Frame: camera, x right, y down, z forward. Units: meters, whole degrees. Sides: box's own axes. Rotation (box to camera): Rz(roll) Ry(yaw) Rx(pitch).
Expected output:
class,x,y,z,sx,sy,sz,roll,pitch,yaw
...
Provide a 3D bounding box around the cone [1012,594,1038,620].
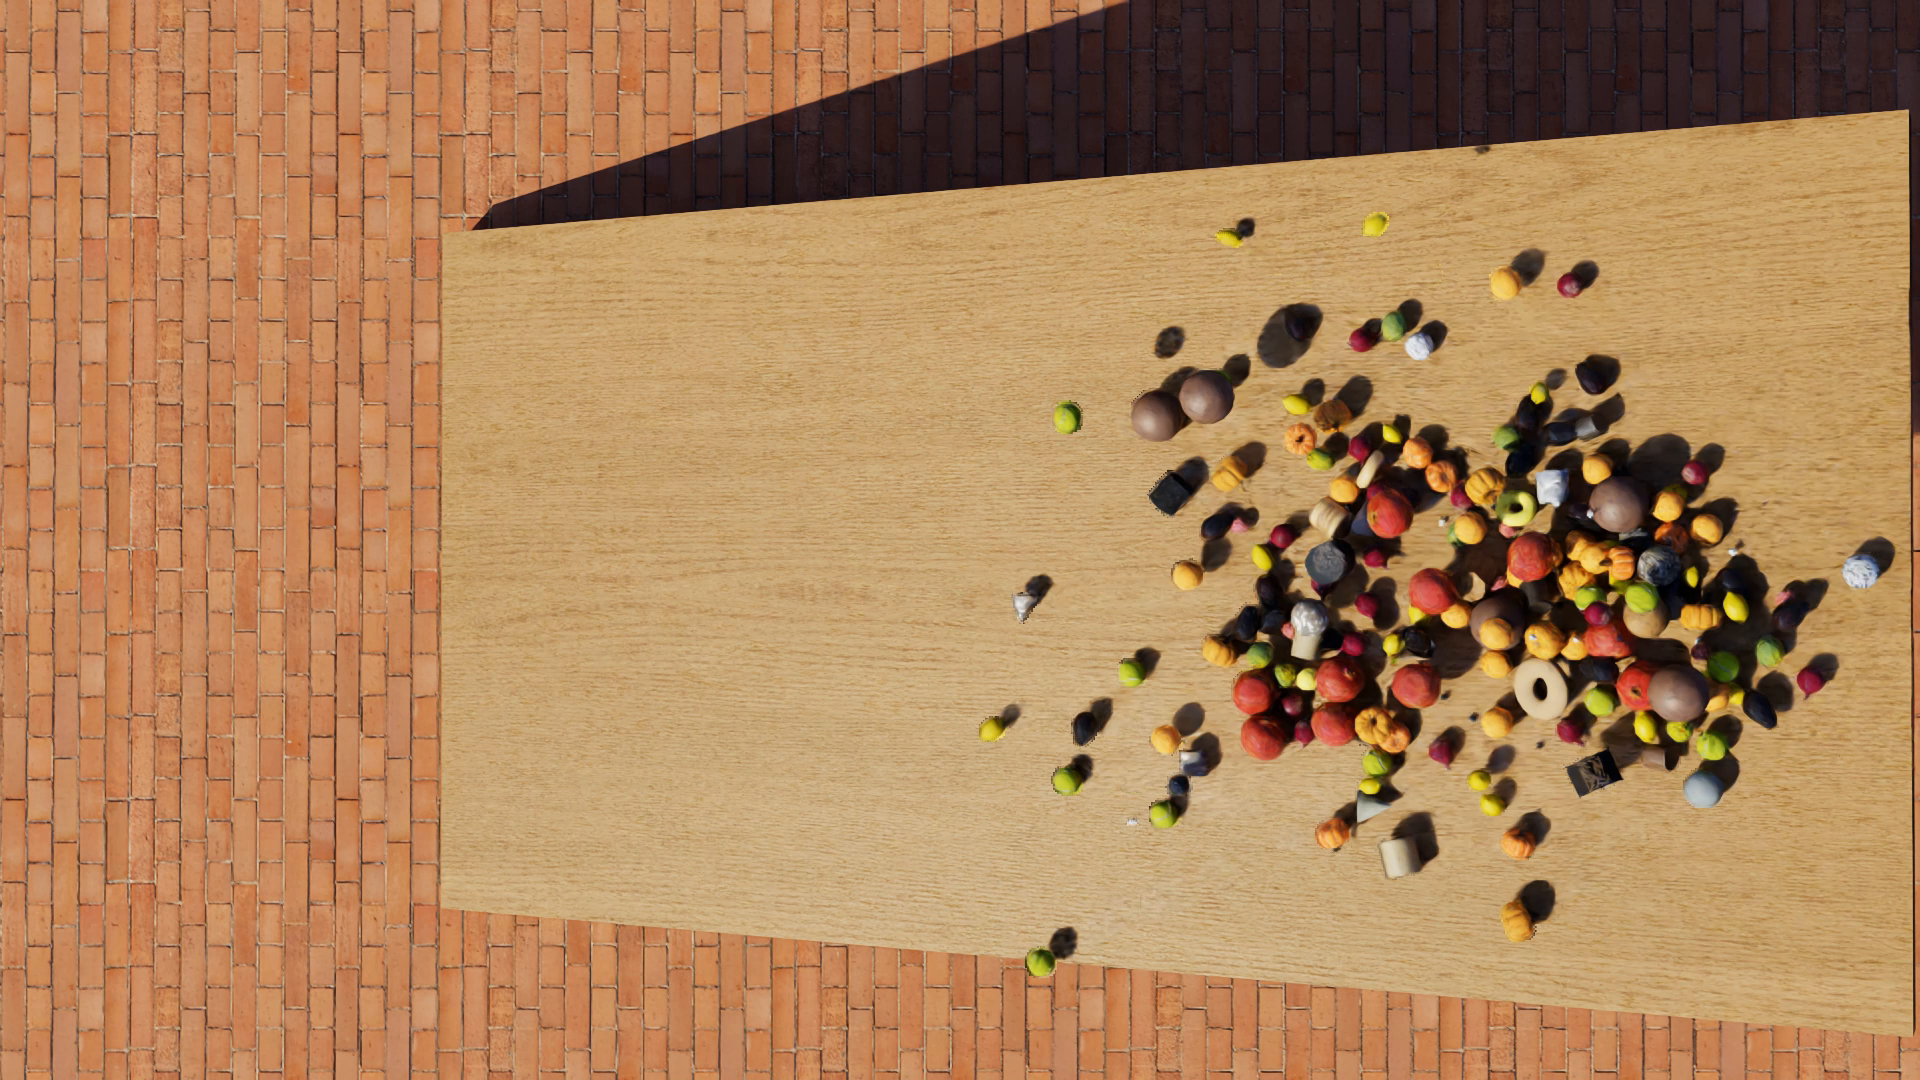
class,x,y,z,sx,sy,sz,roll,pitch,yaw
cone,0.162,0.177,5.631,0.069,0.069,0.069,8,93,0

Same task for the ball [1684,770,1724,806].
class,x,y,z,sx,sy,sz,roll,pitch,yaw
ball,1.654,0.552,4.886,0.082,0.082,0.082,0,89,0

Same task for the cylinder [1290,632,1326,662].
class,x,y,z,sx,sy,sz,roll,pitch,yaw
cylinder,0.839,0.248,5.298,0.072,0.072,0.072,17,105,0

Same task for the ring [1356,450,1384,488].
class,x,y,z,sx,sy,sz,roll,pitch,yaw
ring,0.974,-0.167,5.218,0.034,0.101,0.101,30,89,9

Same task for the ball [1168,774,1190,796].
class,x,y,z,sx,sy,sz,roll,pitch,yaw
ball,0.536,0.601,5.383,0.054,0.054,0.054,0,89,0

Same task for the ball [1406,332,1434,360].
class,x,y,z,sx,sy,sz,roll,pitch,yaw
ball,1.085,-0.457,5.188,0.066,0.066,0.066,0,89,0

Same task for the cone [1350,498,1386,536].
class,x,y,z,sx,sy,sz,roll,pitch,yaw
cone,0.975,-0.068,5.253,0.084,0.084,0.084,6,61,0

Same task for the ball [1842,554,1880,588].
class,x,y,z,sx,sy,sz,roll,pitch,yaw
ball,1.946,0.067,4.750,0.076,0.076,0.076,0,89,0

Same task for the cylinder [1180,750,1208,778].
class,x,y,z,sx,sy,sz,roll,pitch,yaw
cylinder,0.578,0.552,5.428,0.062,0.062,0.062,-4,87,0

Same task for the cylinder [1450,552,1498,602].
class,x,y,z,sx,sy,sz,roll,pitch,yaw
cylinder,1.191,0.084,5.098,0.084,0.084,0.084,43,45,0

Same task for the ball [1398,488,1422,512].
class,x,y,z,sx,sy,sz,roll,pitch,yaw
ball,1.062,-0.094,5.200,0.056,0.056,0.056,0,89,0

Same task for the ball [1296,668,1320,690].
class,x,y,z,sx,sy,sz,roll,pitch,yaw
ball,0.840,0.337,5.306,0.055,0.055,0.055,0,89,0

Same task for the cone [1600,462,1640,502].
class,x,y,z,sx,sy,sz,roll,pitch,yaw
cone,1.506,-0.116,4.968,0.084,0.084,0.084,-42,76,0

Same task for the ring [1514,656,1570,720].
class,x,y,z,sx,sy,sz,roll,pitch,yaw
ring,1.333,0.339,5.041,0.050,0.149,0.149,-10,89,-34

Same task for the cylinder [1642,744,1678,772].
class,x,y,z,sx,sy,sz,roll,pitch,yaw
cylinder,1.568,0.487,4.927,0.057,0.057,0.057,-2,93,-40

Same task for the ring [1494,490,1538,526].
class,x,y,z,sx,sy,sz,roll,pitch,yaw
ring,1.285,-0.074,5.083,0.098,0.033,0.098,-11,52,14

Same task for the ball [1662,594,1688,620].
class,x,y,z,sx,sy,sz,roll,pitch,yaw
ball,1.599,0.151,4.930,0.060,0.060,0.060,0,89,0

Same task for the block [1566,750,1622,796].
class,x,y,z,sx,sy,sz,roll,pitch,yaw
block,1.425,0.524,4.943,0.073,0.073,0.073,-16,75,-26

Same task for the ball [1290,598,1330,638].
class,x,y,z,sx,sy,sz,roll,pitch,yaw
ball,0.832,0.185,5.225,0.092,0.092,0.092,0,89,0

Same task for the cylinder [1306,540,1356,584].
class,x,y,z,sx,sy,sz,roll,pitch,yaw
cylinder,0.875,0.050,5.190,0.094,0.094,0.094,5,100,27

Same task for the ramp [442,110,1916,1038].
class,x,y,z,sx,sy,sz,roll,pitch,yaw
ramp,0.280,0.080,5.673,4.000,0.100,2.000,0,89,26

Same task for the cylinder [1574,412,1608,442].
class,x,y,z,sx,sy,sz,roll,pitch,yaw
cylinder,1.433,-0.256,4.992,0.052,0.052,0.052,15,64,-33

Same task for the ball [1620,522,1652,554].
class,x,y,z,sx,sy,sz,roll,pitch,yaw
ball,1.520,-0.004,4.947,0.071,0.071,0.071,0,89,0

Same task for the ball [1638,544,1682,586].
class,x,y,z,sx,sy,sz,roll,pitch,yaw
ball,1.549,0.057,4.870,0.093,0.093,0.093,0,89,0

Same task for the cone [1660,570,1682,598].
class,x,y,z,sx,sy,sz,roll,pitch,yaw
cone,1.597,0.090,4.904,0.055,0.055,0.055,23,113,0

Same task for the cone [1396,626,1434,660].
class,x,y,z,sx,sy,sz,roll,pitch,yaw
cone,1.060,0.262,5.206,0.089,0.089,0.089,16,52,-21

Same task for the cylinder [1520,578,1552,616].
class,x,y,z,sx,sy,sz,roll,pitch,yaw
cylinder,1.312,0.129,5.009,0.063,0.063,0.063,-3,60,0

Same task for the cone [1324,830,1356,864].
class,x,y,z,sx,sy,sz,roll,pitch,yaw
cone,0.904,0.737,5.287,0.080,0.080,0.080,0,84,-2

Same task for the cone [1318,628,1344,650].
class,x,y,z,sx,sy,sz,roll,pitch,yaw
cone,0.881,0.250,5.271,0.057,0.057,0.057,-24,89,-26

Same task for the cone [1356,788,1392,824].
class,x,y,z,sx,sy,sz,roll,pitch,yaw
cone,0.989,0.632,5.221,0.082,0.082,0.082,-2,89,18

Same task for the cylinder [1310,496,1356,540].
class,x,y,z,sx,sy,sz,roll,pitch,yaw
cylinder,0.892,-0.051,5.264,0.079,0.079,0.079,-49,58,0

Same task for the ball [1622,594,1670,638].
class,x,y,z,sx,sy,sz,roll,pitch,yaw
ball,1.528,0.169,4.897,0.100,0.100,0.100,0,89,0
